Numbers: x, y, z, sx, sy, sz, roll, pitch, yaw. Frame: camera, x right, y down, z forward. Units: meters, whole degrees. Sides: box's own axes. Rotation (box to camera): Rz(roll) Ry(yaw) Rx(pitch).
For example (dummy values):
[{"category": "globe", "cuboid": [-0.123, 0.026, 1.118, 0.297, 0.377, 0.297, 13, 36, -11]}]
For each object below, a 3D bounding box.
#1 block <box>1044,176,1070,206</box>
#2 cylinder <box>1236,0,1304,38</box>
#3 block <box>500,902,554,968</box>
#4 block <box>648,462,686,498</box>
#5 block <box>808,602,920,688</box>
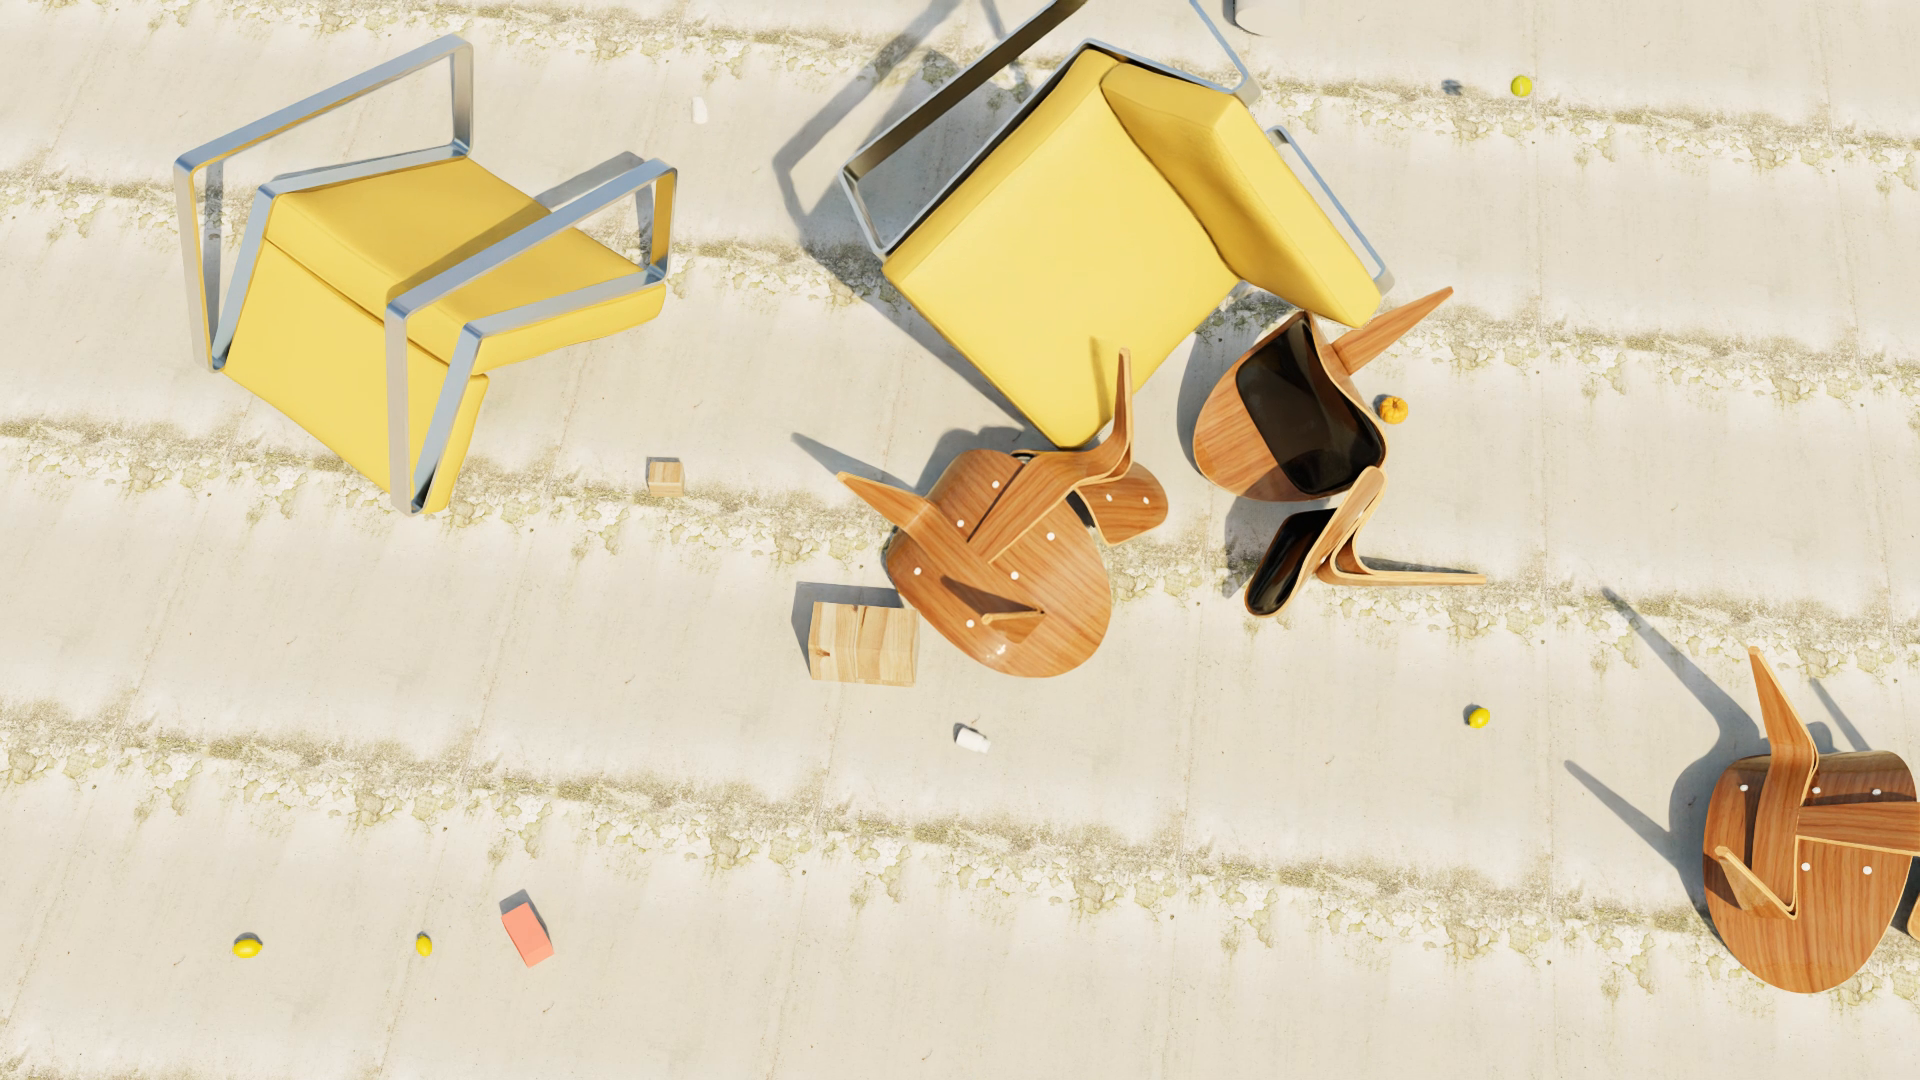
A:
[{"category": "block", "cuboid": [0.323, -1.160, 7.313, 0.068, 0.066, 0.058, -11, 57, -7]}, {"category": "cylinder", "cuboid": [1.094, -1.931, 7.787, 0.250, 0.131, 0.279, 8, 56, -8]}, {"category": "block", "cuboid": [-1.145, 1.047, 5.823, 0.077, 0.079, 0.134, -28, 61, -18]}, {"category": "block", "cuboid": [-0.886, -0.182, 6.650, 0.097, 0.076, 0.074, 1, 56, 1]}, {"category": "block", "cuboid": [-0.270, 0.299, 6.256, 0.298, 0.195, 0.141, 4, 56, 3]}]
